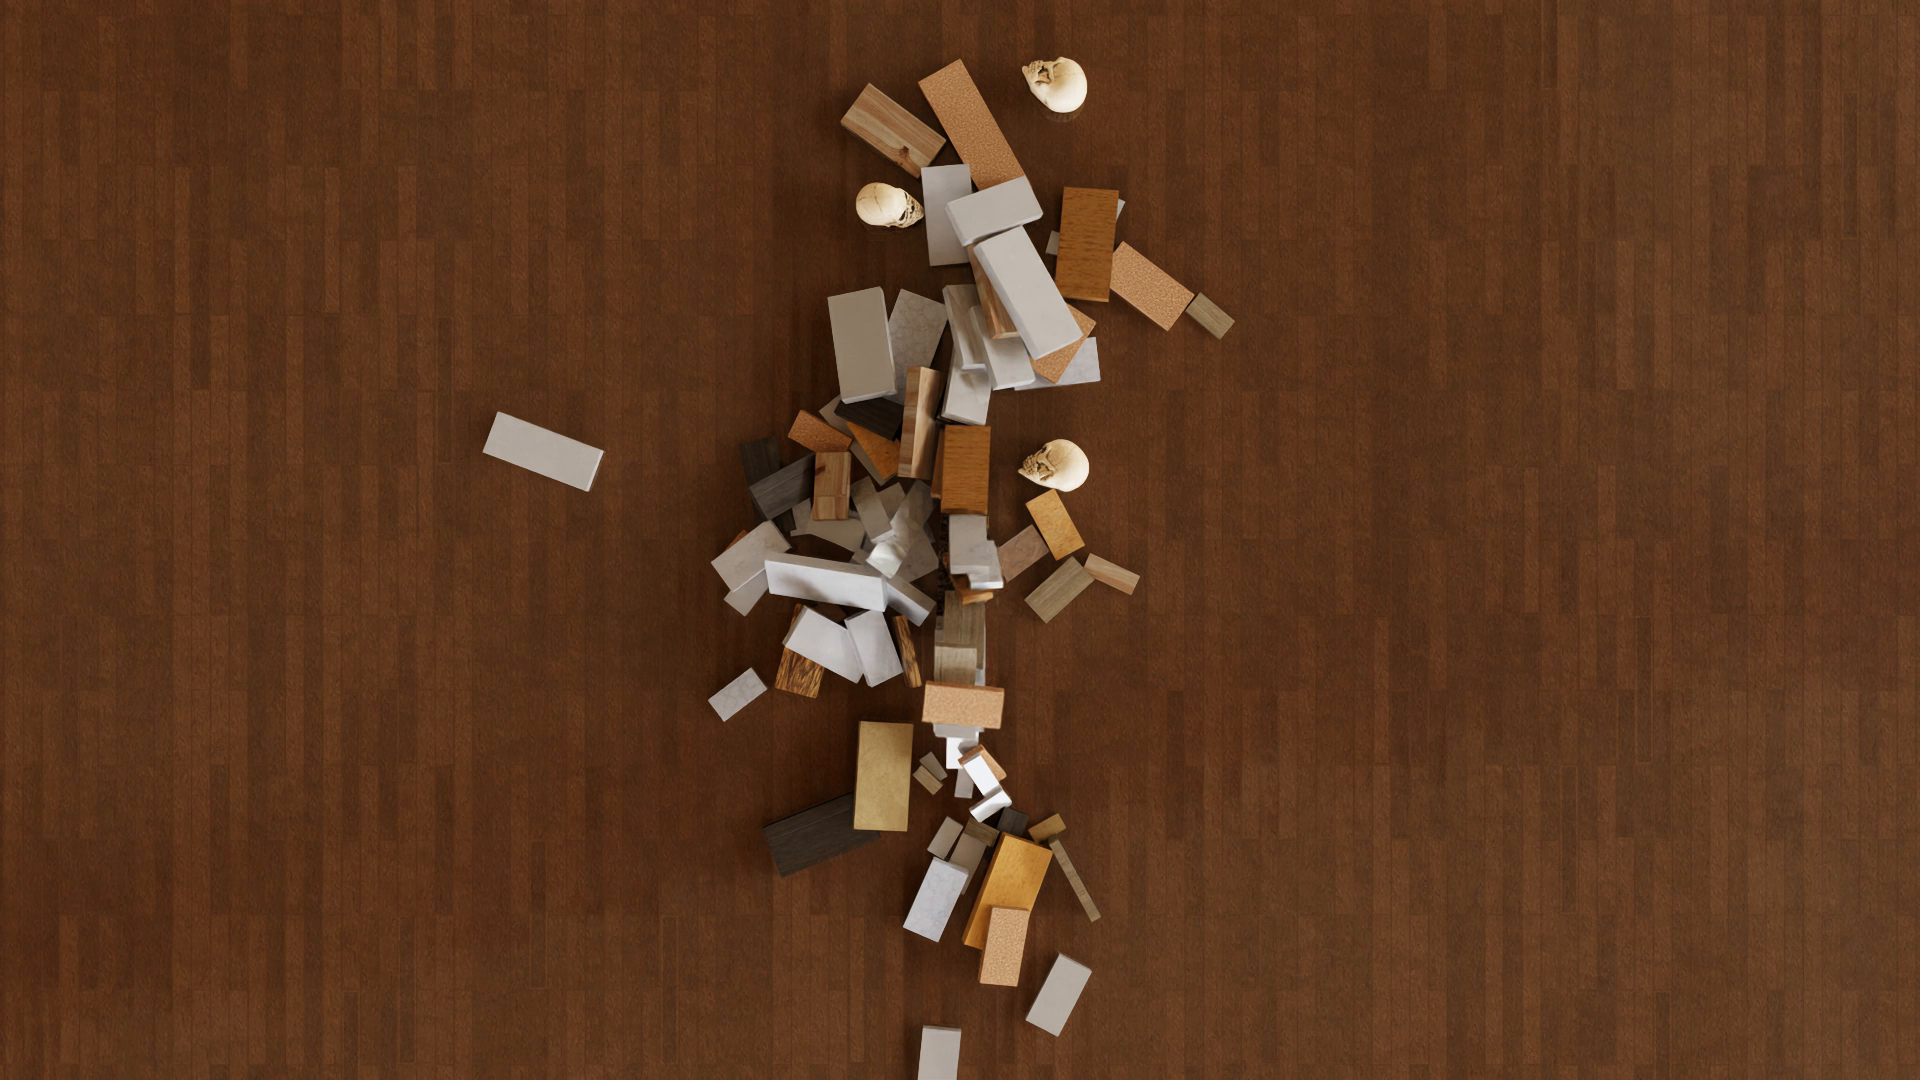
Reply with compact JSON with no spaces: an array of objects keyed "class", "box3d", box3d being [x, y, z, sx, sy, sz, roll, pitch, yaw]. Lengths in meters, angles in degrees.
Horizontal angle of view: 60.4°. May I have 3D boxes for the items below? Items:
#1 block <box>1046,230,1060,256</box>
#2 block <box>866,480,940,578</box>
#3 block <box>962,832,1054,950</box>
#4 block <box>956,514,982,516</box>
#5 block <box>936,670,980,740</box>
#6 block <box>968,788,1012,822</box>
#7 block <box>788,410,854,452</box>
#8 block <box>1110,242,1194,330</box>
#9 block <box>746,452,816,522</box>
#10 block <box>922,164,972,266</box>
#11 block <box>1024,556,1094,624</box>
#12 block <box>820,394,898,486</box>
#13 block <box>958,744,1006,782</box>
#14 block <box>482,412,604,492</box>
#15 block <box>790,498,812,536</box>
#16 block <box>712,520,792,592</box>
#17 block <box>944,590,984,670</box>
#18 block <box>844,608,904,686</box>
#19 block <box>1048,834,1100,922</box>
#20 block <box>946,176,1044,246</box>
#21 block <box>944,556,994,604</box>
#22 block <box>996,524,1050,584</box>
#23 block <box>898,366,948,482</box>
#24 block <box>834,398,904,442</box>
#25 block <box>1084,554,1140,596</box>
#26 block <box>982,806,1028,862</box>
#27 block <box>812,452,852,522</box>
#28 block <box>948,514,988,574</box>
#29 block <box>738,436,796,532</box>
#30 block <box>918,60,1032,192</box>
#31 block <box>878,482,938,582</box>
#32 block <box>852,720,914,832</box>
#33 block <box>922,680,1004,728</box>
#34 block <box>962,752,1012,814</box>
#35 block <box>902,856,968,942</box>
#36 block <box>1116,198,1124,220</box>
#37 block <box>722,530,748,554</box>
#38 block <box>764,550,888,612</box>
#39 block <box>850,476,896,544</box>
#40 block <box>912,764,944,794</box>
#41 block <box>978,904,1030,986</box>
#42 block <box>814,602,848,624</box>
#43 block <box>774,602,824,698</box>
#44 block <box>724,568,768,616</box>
[{"class":"block","box3d":[0.367,-0.971,5.489,0.150,0.021,0.075,16,90,0]},{"class":"block","box3d":[-0.182,-0.040,5.373,0.099,0.028,0.368,37,54,-11]},{"class":"block","box3d":[0.157,1.174,5.452,0.175,0.050,0.383,20,91,-13]},{"class":"block","box3d":[0.023,-0.067,5.338,0.102,0.029,0.203,1,63,-1]},{"class":"block","box3d":[-0.005,0.487,5.105,0.125,0.035,0.250,4,90,0]},{"class":"block","box3d":[0.100,0.875,5.444,0.129,0.018,0.064,-34,126,2]},{"class":"block","box3d":[-0.461,-0.340,5.464,0.199,0.028,0.099,30,105,6]},{"class":"block","box3d":[0.616,-0.843,5.480,0.299,0.040,0.143,37,90,0]},{"class":"block","box3d":[-0.562,-0.175,5.429,0.253,0.036,0.126,-31,96,-22]},{"class":"block","box3d":[-0.035,-1.074,5.453,0.159,0.045,0.319,-5,99,0]},{"class":"block","box3d":[0.329,0.164,5.474,0.216,0.031,0.108,-43,90,6]},{"class":"block","box3d":[-0.316,-0.343,5.482,0.126,0.036,0.322,-39,90,0]},{"class":"block","box3d":[0.073,0.750,5.423,0.093,0.026,0.185,-34,135,3]},{"class":"block","box3d":[-1.384,-0.294,5.480,0.365,0.041,0.144,21,90,0]},{"class":"block","box3d":[-0.534,-0.099,5.488,0.081,0.023,0.163,-9,90,0]},{"class":"block","box3d":[-0.688,0.050,5.445,0.243,0.034,0.122,-37,86,7]},{"class":"block","box3d":[0.013,0.277,5.117,0.125,0.035,0.257,2,59,0]},{"class":"block","box3d":[-0.284,0.348,5.432,0.121,0.034,0.242,-25,106,-21]},{"class":"block","box3d":[0.375,1.111,5.439,0.034,0.121,0.288,-29,90,0]},{"class":"block","box3d":[0.112,-1.077,5.389,0.285,0.040,0.143,-22,82,-15]},{"class":"block","box3d":[0.026,0.118,5.192,0.102,0.203,0.029,-11,131,-14]},{"class":"block","box3d":[0.190,0.047,5.427,0.216,0.031,0.108,-35,90,-34]},{"class":"block","box3d":[-0.116,-0.378,5.410,0.051,0.180,0.359,5,90,32]},{"class":"block","box3d":[-0.289,-0.419,5.408,0.225,0.032,0.113,26,80,17]},{"class":"block","box3d":[0.501,0.113,5.490,0.183,0.020,0.070,25,90,0]},{"class":"block","box3d":[0.151,0.984,5.473,0.093,0.026,0.185,21,90,-17]},{"class":"block","box3d":[-0.419,-0.175,5.409,0.112,0.032,0.225,-1,77,12]},{"class":"block","box3d":[0.026,0.013,5.215,0.119,0.239,0.034,1,132,-2]},{"class":"block","box3d":[-0.638,-0.176,5.469,0.122,0.034,0.318,-13,89,11]},{"class":"block","box3d":[0.050,-1.341,5.477,0.159,0.045,0.486,-29,90,0]},{"class":"block","box3d":[-0.200,-0.017,5.458,0.155,0.044,0.310,-27,86,0]},{"class":"block","box3d":[-0.255,0.778,5.443,0.175,0.050,0.351,4,85,-11]},{"class":"block","box3d":[0.009,0.501,5.016,0.238,0.034,0.119,6,106,-1]},{"class":"block","box3d":[0.090,0.799,5.416,0.064,0.018,0.261,-31,126,0]},{"class":"block","box3d":[-0.080,1.190,5.463,0.127,0.036,0.254,24,98,0]},{"class":"block","box3d":[0.483,-1.071,5.489,0.075,0.021,0.150,24,90,0]},{"class":"block","box3d":[-0.740,0.039,5.490,0.070,0.020,0.140,42,90,0]},{"class":"block","box3d":[-0.435,0.134,5.378,0.396,0.155,0.044,9,45,12]},{"class":"block","box3d":[-0.291,-0.100,5.385,0.081,0.293,0.023,-27,133,0]},{"class":"block","box3d":[-0.106,0.797,5.483,0.097,0.014,0.049,43,107,4]},{"class":"block","box3d":[0.144,1.332,5.421,0.127,0.036,0.254,9,94,-13]},{"class":"block","box3d":[-0.468,0.278,5.441,0.179,0.025,0.090,-44,87,-5]},{"class":"block","box3d":[-0.509,0.367,5.480,0.144,0.041,0.288,15,90,0]},{"class":"block","box3d":[-0.694,0.155,5.487,0.090,0.025,0.179,39,90,0]}]
